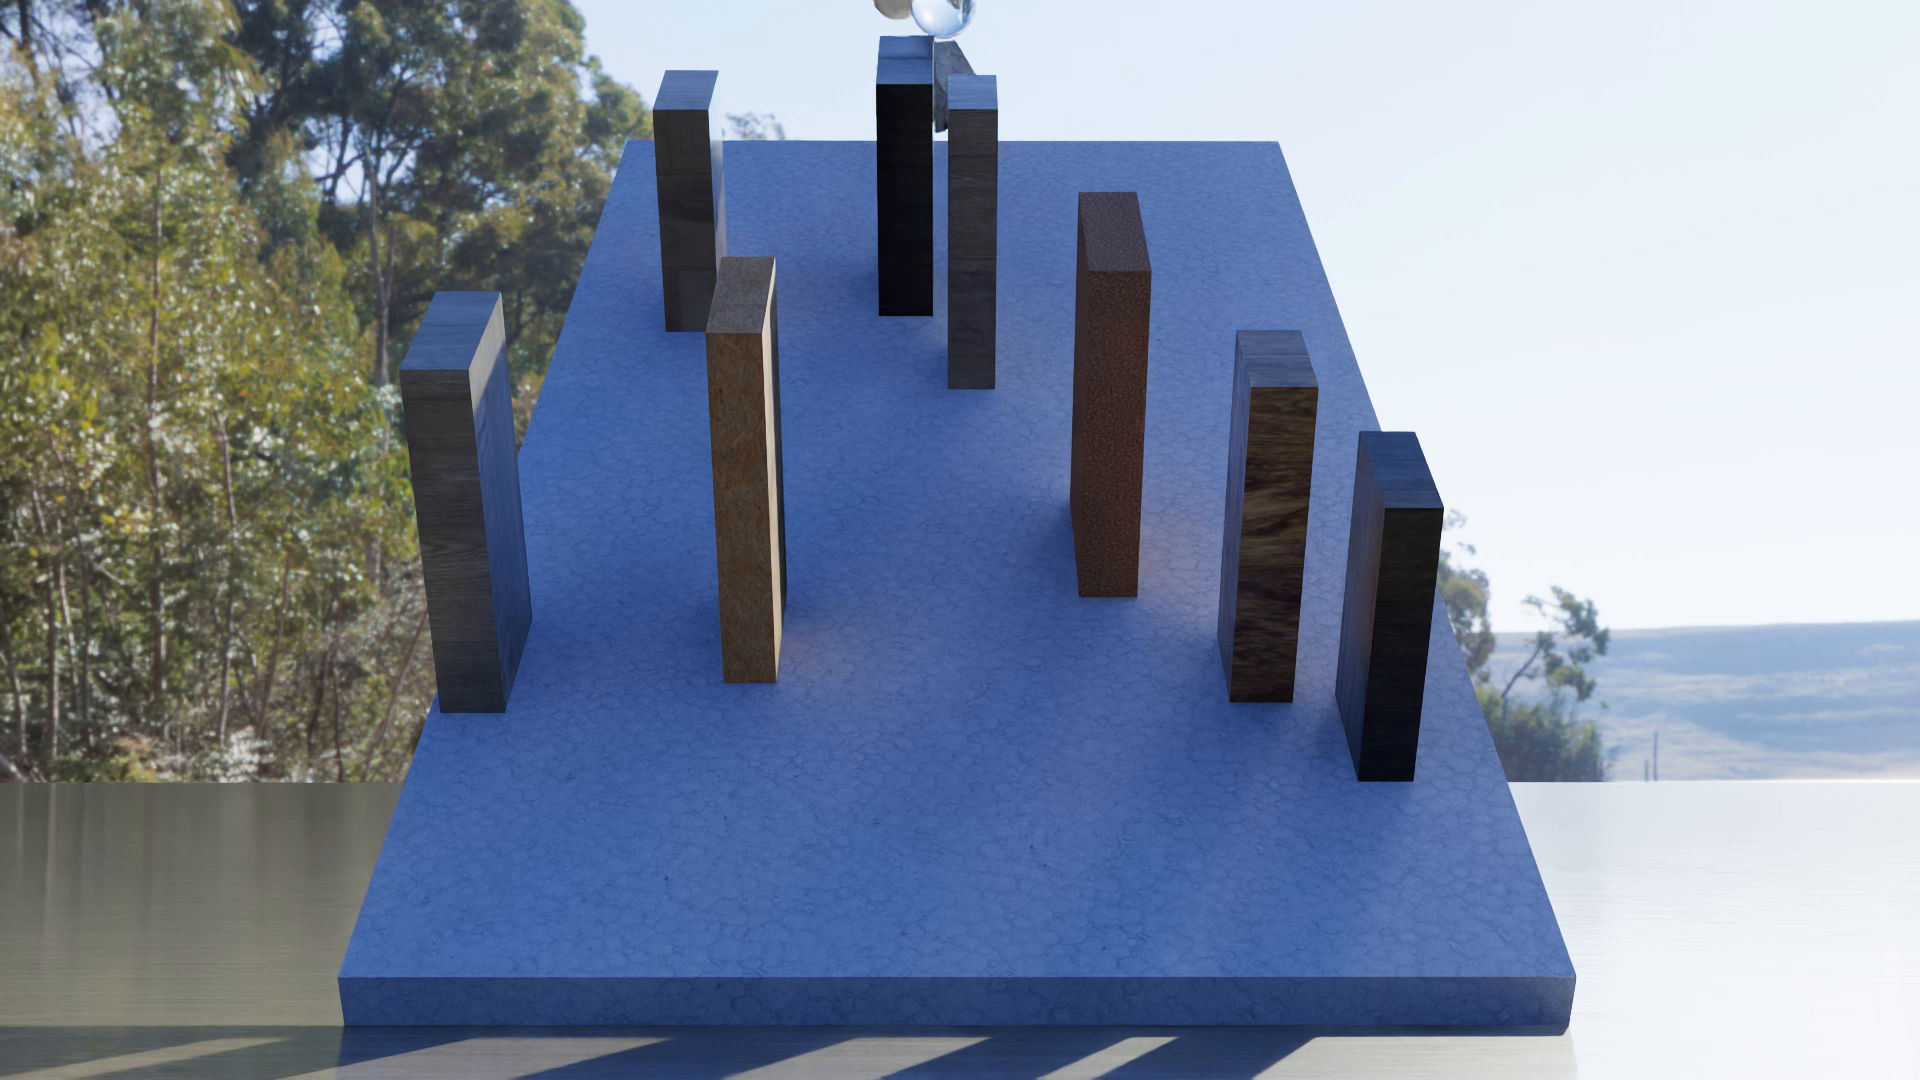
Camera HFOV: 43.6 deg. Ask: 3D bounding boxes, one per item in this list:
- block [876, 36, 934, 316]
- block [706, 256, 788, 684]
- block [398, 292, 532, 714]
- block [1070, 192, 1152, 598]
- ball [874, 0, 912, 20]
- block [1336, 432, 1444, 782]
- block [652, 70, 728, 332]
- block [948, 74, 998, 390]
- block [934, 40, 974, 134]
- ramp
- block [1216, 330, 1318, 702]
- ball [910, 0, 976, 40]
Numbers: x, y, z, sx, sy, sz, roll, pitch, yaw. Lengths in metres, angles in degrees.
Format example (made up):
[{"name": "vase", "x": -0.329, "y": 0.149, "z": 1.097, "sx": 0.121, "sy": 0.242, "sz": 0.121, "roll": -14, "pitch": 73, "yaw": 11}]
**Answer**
[{"name": "block", "x": -0.139, "y": -0.945, "z": 6.218, "sx": 0.140, "sy": 0.619, "sz": 0.399, "roll": 0, "pitch": 29, "yaw": 0}, {"name": "block", "x": -0.406, "y": -0.133, "z": 4.621, "sx": 0.102, "sy": 0.739, "sz": 0.360, "roll": 0, "pitch": 29, "yaw": 0}, {"name": "block", "x": -0.924, "y": -0.070, "z": 4.527, "sx": 0.122, "sy": 0.715, "sz": 0.349, "roll": 0, "pitch": 29, "yaw": 0}, {"name": "block", "x": 0.305, "y": -0.301, "z": 4.948, "sx": 0.119, "sy": 0.721, "sz": 0.427, "roll": 0, "pitch": 29, "yaw": 0}, {"name": "ball", "x": -0.192, "y": -1.673, "z": 7.365, "sx": 0.153, "sy": 0.153, "sz": 0.153, "roll": 0, "pitch": -6, "yaw": 0}, {"name": "block", "x": 0.773, "y": 0.121, "z": 4.349, "sx": 0.101, "sy": 0.564, "sz": 0.295, "roll": 0, "pitch": 29, "yaw": 0}, {"name": "block", "x": -0.680, "y": -0.861, "z": 6.095, "sx": 0.136, "sy": 0.587, "sz": 0.308, "roll": 0, "pitch": 29, "yaw": 0}, {"name": "block", "x": 0.028, "y": -0.734, "z": 5.749, "sx": 0.115, "sy": 0.705, "sz": 0.251, "roll": 0, "pitch": 29, "yaw": 0}, {"name": "block", "x": -0.084, "y": -1.322, "z": 7.028, "sx": 0.192, "sy": 0.192, "sz": 0.192, "roll": -35, "pitch": -9, "yaw": 37}, {"name": "ramp", "x": -0.012, "y": -0.218, "z": 5.645, "sx": 2.000, "sy": 0.100, "sz": 4.000, "roll": 0, "pitch": 29, "yaw": 0}, {"name": "block", "x": 0.576, "y": -0.041, "z": 4.536, "sx": 0.120, "sy": 0.666, "sz": 0.248, "roll": 0, "pitch": 29, "yaw": 0}, {"name": "ball", "x": -0.048, "y": -1.575, "z": 7.070, "sx": 0.194, "sy": 0.194, "sz": 0.194, "roll": 0, "pitch": -6, "yaw": 0}]
